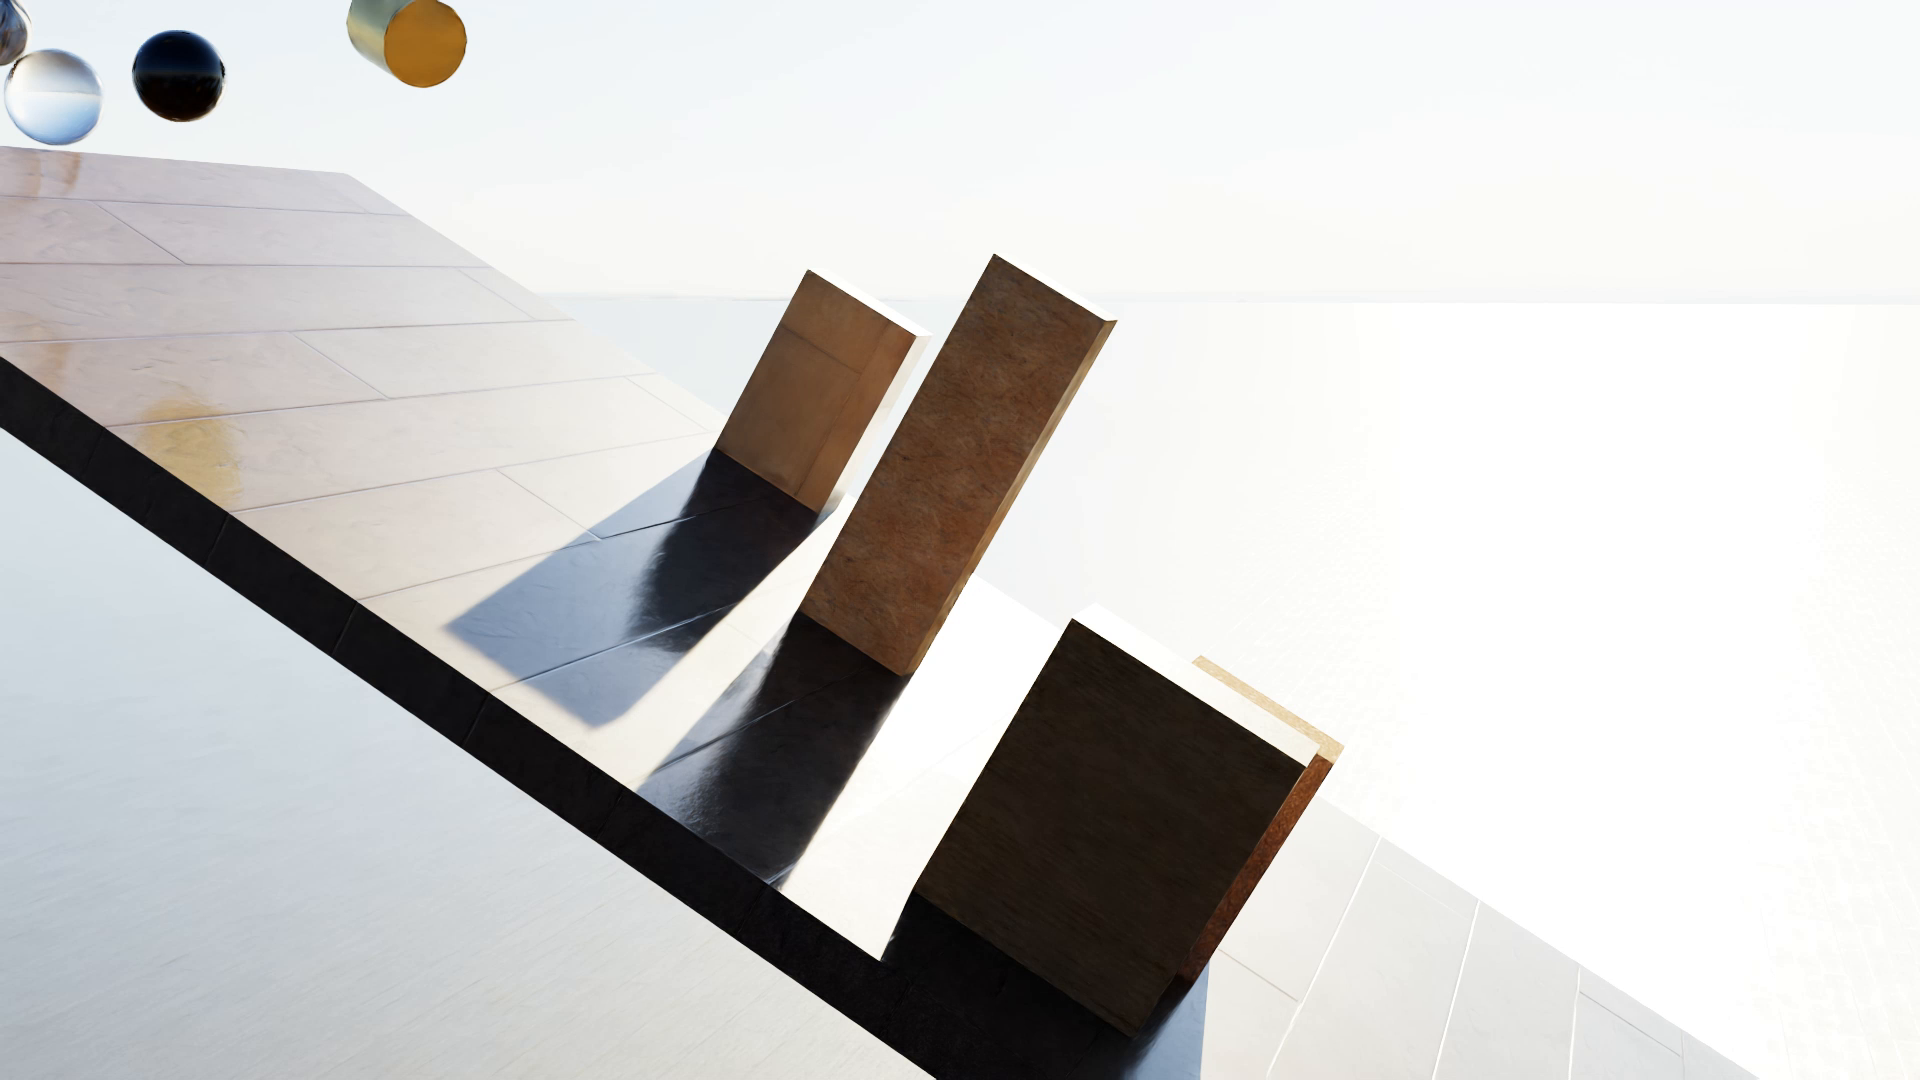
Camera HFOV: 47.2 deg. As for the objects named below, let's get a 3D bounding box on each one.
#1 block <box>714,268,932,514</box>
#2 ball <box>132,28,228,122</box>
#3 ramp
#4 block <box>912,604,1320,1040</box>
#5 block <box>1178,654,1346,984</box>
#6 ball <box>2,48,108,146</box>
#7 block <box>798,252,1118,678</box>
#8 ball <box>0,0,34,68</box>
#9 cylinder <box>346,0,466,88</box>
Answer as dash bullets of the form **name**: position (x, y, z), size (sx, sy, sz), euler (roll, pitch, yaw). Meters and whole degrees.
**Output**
- **block**: position (-0.307, -0.333, 4.912), size (0.293, 0.460, 0.111), euler (33, 15, 11)
- **ball**: position (-1.511, -0.899, 4.260), size (0.178, 0.178, 0.178), euler (0, 7, 0)
- **ramp**: position (-0.183, 0.302, 4.127), size (4.000, 0.100, 2.000), euler (33, 15, 11)
- **block**: position (0.233, 0.421, 3.325), size (0.402, 0.499, 0.147), euler (33, 15, 11)
- **block**: position (0.392, 0.457, 3.625), size (0.281, 0.439, 0.141), euler (33, 15, 11)
- **ball**: position (-1.859, -0.910, 4.519), size (0.198, 0.198, 0.198), euler (0, 7, 0)
- **block**: position (-0.009, -0.140, 4.174), size (0.246, 0.787, 0.105), euler (33, 15, 11)
- **ball**: position (-1.972, -1.044, 4.469), size (0.164, 0.164, 0.164), euler (0, 7, 0)
- **cylinder**: position (-1.178, -1.080, 4.682), size (0.189, 0.189, 0.189), euler (-6, 28, -39)
